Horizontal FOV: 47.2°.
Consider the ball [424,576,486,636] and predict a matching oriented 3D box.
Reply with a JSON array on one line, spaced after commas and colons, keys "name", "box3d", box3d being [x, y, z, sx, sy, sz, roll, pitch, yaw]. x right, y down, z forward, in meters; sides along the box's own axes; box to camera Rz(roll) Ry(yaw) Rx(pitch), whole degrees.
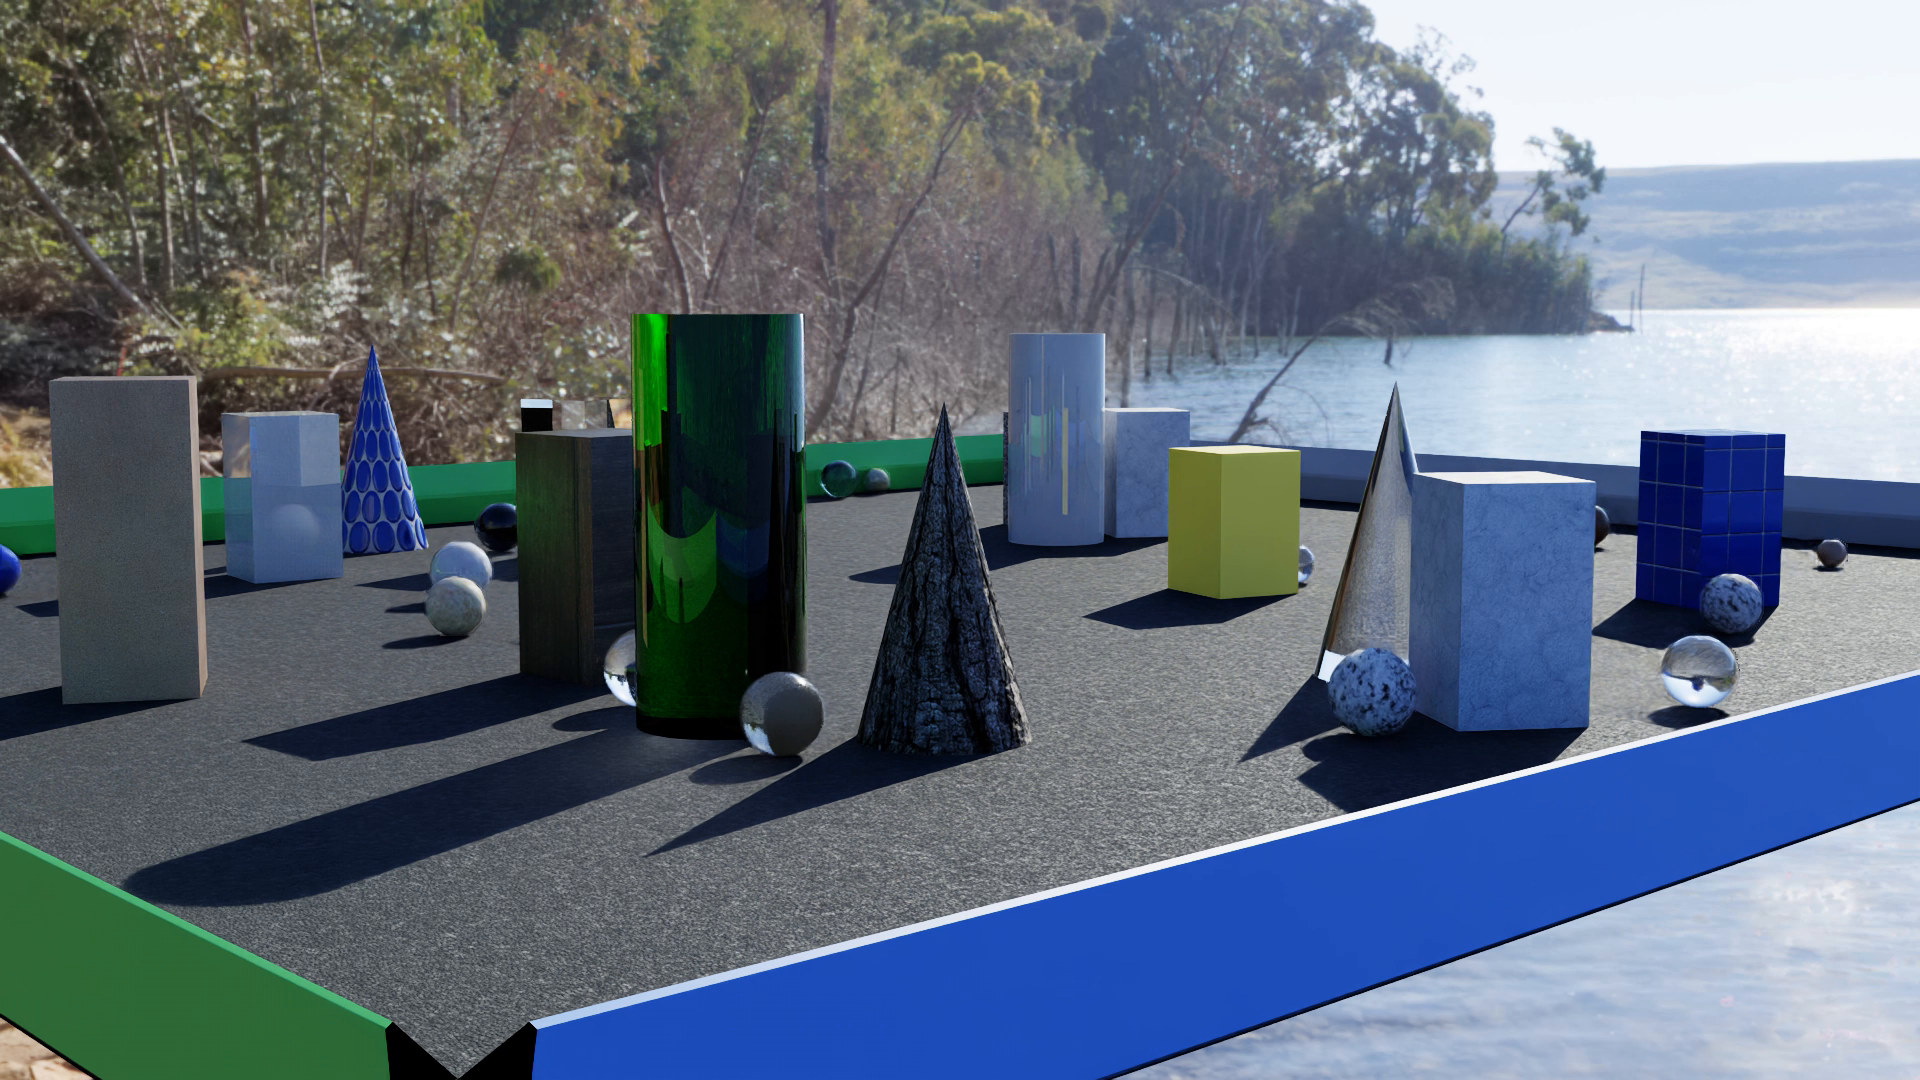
[{"name": "ball", "box3d": [-0.683, 0.089, 2.975, 0.080, 0.080, 0.080, 0, 6, 0]}]

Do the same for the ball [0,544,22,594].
[{"name": "ball", "box3d": [-1.490, 0.045, 3.389, 0.079, 0.079, 0.079, 0, 6, 0]}]

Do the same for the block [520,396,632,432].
[{"name": "block", "box3d": [-0.675, -0.112, 3.921, 0.146, 0.280, 0.146, 4, 7, 31]}]

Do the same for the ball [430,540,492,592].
[{"name": "ball", "box3d": [-0.754, 0.047, 3.319, 0.091, 0.091, 0.091, 0, 6, 0]}]

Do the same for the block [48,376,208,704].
[{"name": "block", "box3d": [-0.955, -0.005, 2.534, 0.146, 0.362, 0.146, -2, 6, -16]}]

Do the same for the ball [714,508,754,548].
[{"name": "ball", "box3d": [-0.416, -0.022, 4.054, 0.072, 0.072, 0.072, 0, 6, 0]}]

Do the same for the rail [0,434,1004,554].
[{"name": "rail", "box3d": [-1.062, -0.091, 4.476, 3.557, 0.119, 0.045, -6, 8, -42]}]

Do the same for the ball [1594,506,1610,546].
[{"name": "ball", "box3d": [1.161, -0.027, 4.069, 0.080, 0.080, 0.080, 0, 6, 0]}]

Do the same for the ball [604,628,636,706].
[{"name": "ball", "box3d": [-0.351, 0.142, 2.441, 0.089, 0.089, 0.089, 0, 6, 0]}]

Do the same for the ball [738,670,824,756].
[{"name": "ball", "box3d": [-0.177, 0.172, 2.176, 0.085, 0.085, 0.085, 0, 6, 0]}]

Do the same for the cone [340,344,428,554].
[{"name": "cone", "box3d": [-1.074, -0.174, 4.038, 0.183, 0.378, 0.183, 0, 6, 0]}]

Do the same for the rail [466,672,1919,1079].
[{"name": "rail", "box3d": [1.062, 0.153, 2.188, 3.557, 0.119, 0.045, -6, 8, -42]}]

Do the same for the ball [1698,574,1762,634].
[{"name": "ball", "box3d": [1.049, 0.086, 2.995, 0.082, 0.082, 0.082, 0, 6, 0]}]

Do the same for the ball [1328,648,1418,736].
[{"name": "ball", "box3d": [0.428, 0.158, 2.281, 0.091, 0.091, 0.091, 0, 6, 0]}]

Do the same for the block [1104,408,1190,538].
[{"name": "block", "box3d": [0.356, -0.134, 4.304, 0.146, 0.242, 0.146, -1, 6, -12]}]

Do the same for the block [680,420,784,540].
[{"name": "block", "box3d": [-0.441, -0.119, 4.264, 0.146, 0.221, 0.146, 2, 7, 21]}]

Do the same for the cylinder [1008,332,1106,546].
[{"name": "cylinder", "box3d": [0.182, -0.194, 4.158, 0.183, 0.392, 0.183, 0, 6, 0]}]

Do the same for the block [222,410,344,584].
[{"name": "block", "box3d": [-1.116, -0.074, 3.620, 0.146, 0.268, 0.146, -4, 7, -35]}]

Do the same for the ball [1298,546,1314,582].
[{"name": "ball", "box3d": [0.541, 0.039, 3.543, 0.060, 0.060, 0.060, 0, 6, 0]}]

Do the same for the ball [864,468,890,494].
[{"name": "ball", "box3d": [-0.198, -0.140, 5.219, 0.060, 0.060, 0.060, 0, 6, 0]}]

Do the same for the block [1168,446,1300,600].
[{"name": "block", "box3d": [0.427, -0.031, 3.433, 0.146, 0.222, 0.146, -3, 7, -27]}]

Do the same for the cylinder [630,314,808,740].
[{"name": "cylinder", "box3d": [-0.254, -0.020, 2.328, 0.183, 0.436, 0.183, 0, 6, 0]}]

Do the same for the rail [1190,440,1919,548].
[{"name": "rail", "box3d": [1.290, -0.095, 4.516, 0.045, 0.119, 3.178, -6, 8, -42]}]

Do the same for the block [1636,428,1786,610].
[{"name": "block", "box3d": [1.126, -0.034, 3.304, 0.146, 0.256, 0.146, -2, 6, -20]}]

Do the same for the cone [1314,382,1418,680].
[{"name": "cone", "box3d": [0.519, -0.014, 2.637, 0.183, 0.357, 0.183, 0, 6, 0]}]

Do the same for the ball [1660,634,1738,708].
[{"name": "ball", "box3d": [0.820, 0.146, 2.440, 0.081, 0.081, 0.081, 0, 6, 0]}]

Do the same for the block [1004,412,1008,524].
[{"name": "block", "box3d": [0.191, -0.148, 4.496, 0.146, 0.229, 0.146, 5, 8, 41]}]

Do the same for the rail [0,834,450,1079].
[{"name": "rail", "box3d": [-1.290, 0.157, 2.149, 0.045, 0.119, 3.178, -6, 8, -42]}]

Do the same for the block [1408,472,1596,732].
[{"name": "block", "box3d": [0.583, 0.062, 2.377, 0.146, 0.261, 0.146, -1, 6, -9]}]

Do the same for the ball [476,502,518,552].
[{"name": "ball", "box3d": [-0.833, -0.024, 3.990, 0.090, 0.090, 0.090, 0, 6, 0]}]

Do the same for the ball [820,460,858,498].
[{"name": "ball", "box3d": [-0.281, -0.141, 5.110, 0.086, 0.086, 0.086, 0, 6, 0]}]

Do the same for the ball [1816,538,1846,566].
[{"name": "ball", "box3d": [1.490, 0.022, 3.762, 0.048, 0.048, 0.048, 0, 6, 0]}]

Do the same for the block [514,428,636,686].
[{"name": "block", "box3d": [-0.432, 0.016, 2.663, 0.146, 0.292, 0.146, 6, 8, 42]}]

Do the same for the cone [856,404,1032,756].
[{"name": "cone", "box3d": [-0.016, 0.031, 2.255, 0.183, 0.348, 0.183, 0, 6, 0]}]
